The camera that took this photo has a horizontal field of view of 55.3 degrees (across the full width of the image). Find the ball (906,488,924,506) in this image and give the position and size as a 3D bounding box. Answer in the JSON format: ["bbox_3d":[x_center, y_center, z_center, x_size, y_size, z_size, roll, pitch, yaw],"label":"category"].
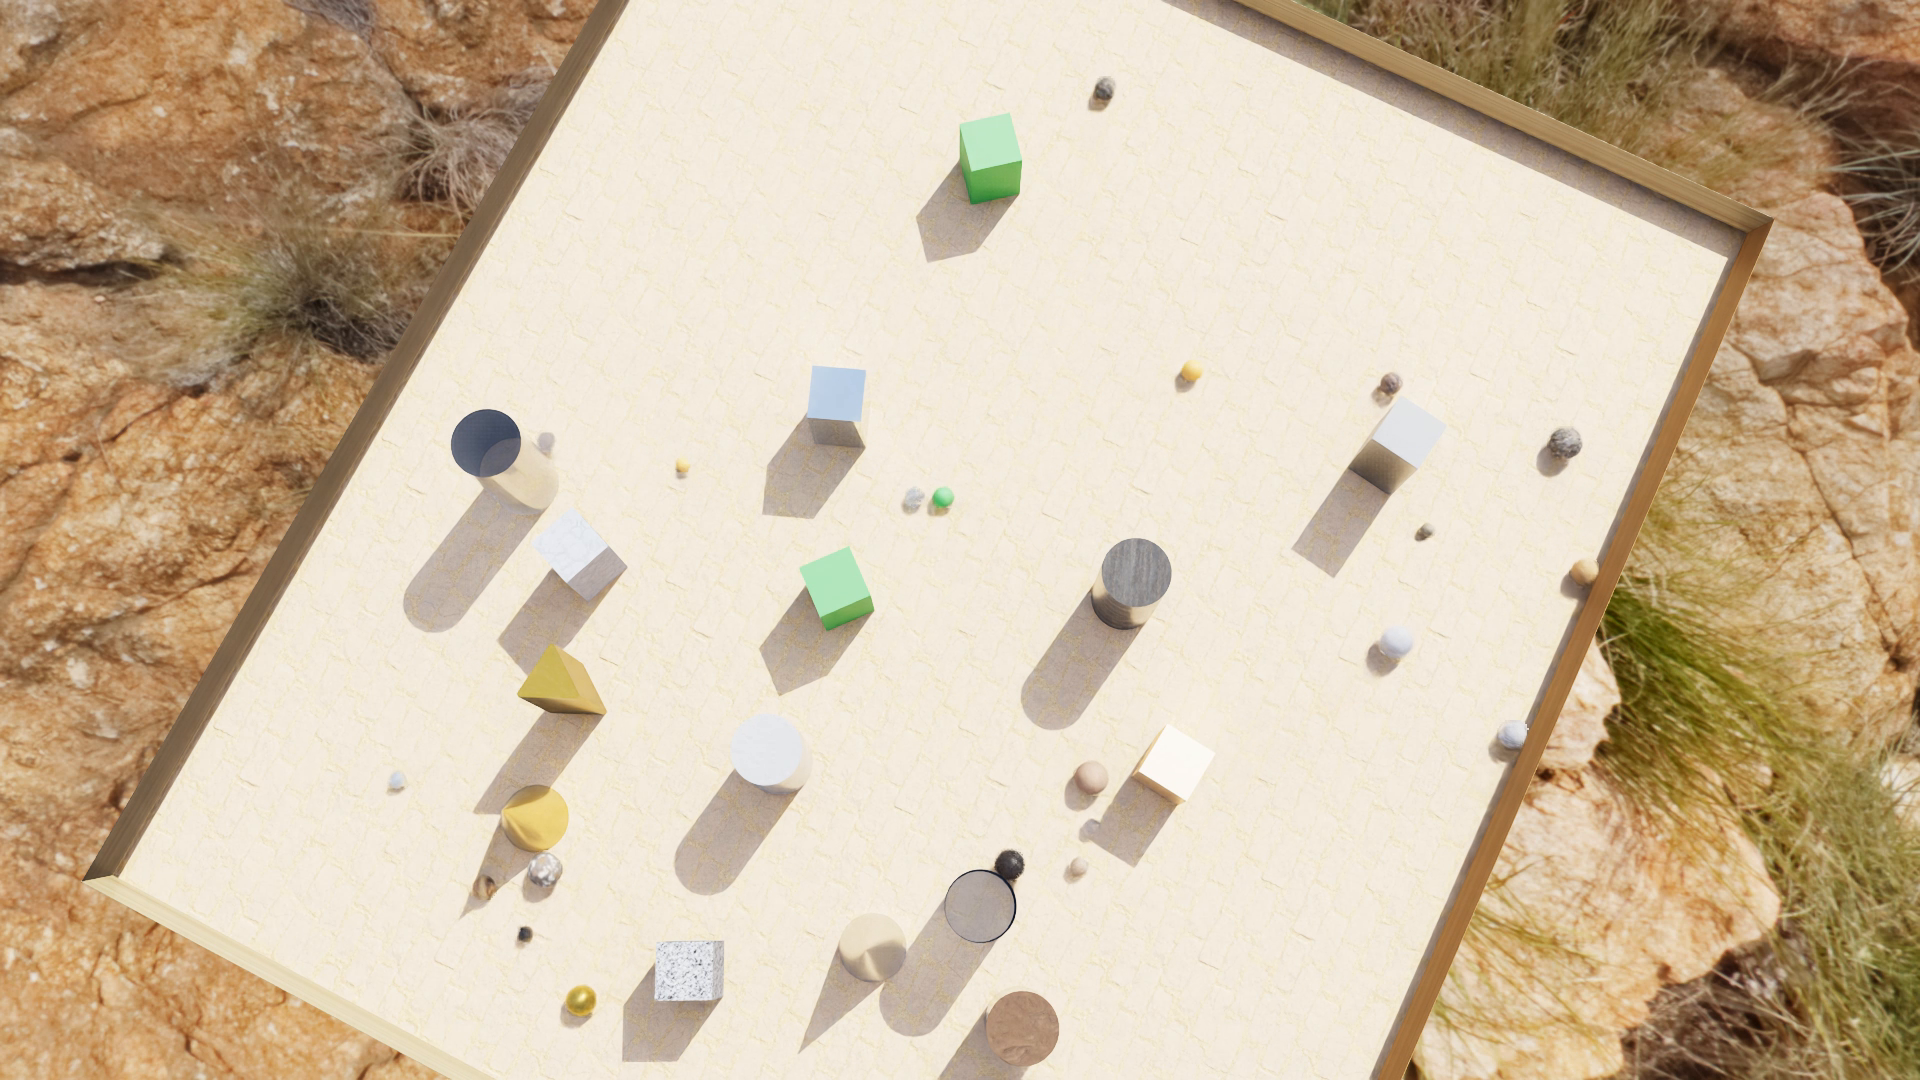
[{"bbox_3d":[-0.138,-0.133,5.615,0.058,0.058,0.058,0,78,0],"label":"ball"}]

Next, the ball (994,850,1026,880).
[{"bbox_3d":[0.147,0.953,5.373,0.090,0.090,0.090,0,78,0],"label":"ball"}]

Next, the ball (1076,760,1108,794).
[{"bbox_3d":[0.390,0.703,5.420,0.100,0.100,0.100,0,78,0],"label":"ball"}]

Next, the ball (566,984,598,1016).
[{"bbox_3d":[-1.093,1.329,5.296,0.089,0.089,0.089,0,78,0],"label":"ball"}]

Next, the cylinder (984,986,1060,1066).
[{"bbox_3d":[0.170,1.362,5.147,0.199,0.367,0.199,0,78,0],"label":"cylinder"}]

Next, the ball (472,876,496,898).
[{"bbox_3d":[-1.396,1.017,5.372,0.067,0.067,0.067,0,78,0],"label":"ball"}]

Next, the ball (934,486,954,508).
[{"bbox_3d":[-0.050,-0.132,5.611,0.064,0.064,0.064,0,78,0],"label":"ball"}]

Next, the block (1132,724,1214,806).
[{"bbox_3d":[0.620,0.659,5.353,0.160,0.249,0.160,32,80,6],"label":"block"}]

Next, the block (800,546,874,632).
[{"bbox_3d":[-0.364,0.147,5.448,0.160,0.270,0.160,-23,79,-5],"label":"block"}]

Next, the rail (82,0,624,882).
[{"bbox_3d":[-1.600,-0.777,5.710,0.045,0.130,4.077,26,80,5],"label":"rail"}]

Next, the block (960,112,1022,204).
[{"bbox_3d":[0.094,-1.189,5.726,0.160,0.268,0.160,-13,79,-3],"label":"block"}]

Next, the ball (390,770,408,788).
[{"bbox_3d":[-1.669,0.710,5.443,0.051,0.051,0.051,0,78,0],"label":"ball"}]

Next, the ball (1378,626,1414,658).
[{"bbox_3d":[1.309,0.307,5.502,0.100,0.100,0.100,0,78,0],"label":"ball"}]

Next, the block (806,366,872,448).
[{"bbox_3d":[-0.363,-0.400,5.543,0.160,0.307,0.160,5,78,1],"label":"block"}]

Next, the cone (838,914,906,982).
[{"bbox_3d":[-0.255,1.152,5.166,0.199,0.414,0.199,0,78,0],"label":"cone"}]

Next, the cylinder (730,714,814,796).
[{"bbox_3d":[-0.538,0.622,5.283,0.199,0.401,0.199,0,78,0],"label":"cylinder"}]

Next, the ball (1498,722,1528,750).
[{"bbox_3d":[1.646,0.582,5.455,0.081,0.081,0.081,0,78,0],"label":"ball"}]

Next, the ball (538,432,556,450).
[{"bbox_3d":[-1.275,-0.306,5.651,0.057,0.057,0.057,0,78,0],"label":"ball"}]

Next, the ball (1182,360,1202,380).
[{"bbox_3d":[0.721,-0.527,5.692,0.066,0.066,0.066,0,78,0],"label":"ball"}]

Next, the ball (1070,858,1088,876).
[{"bbox_3d":[0.350,0.961,5.390,0.055,0.055,0.055,0,78,0],"label":"ball"}]

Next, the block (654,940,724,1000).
[{"bbox_3d":[-0.770,1.228,5.235,0.160,0.251,0.160,-1,78,0],"label":"block"}]

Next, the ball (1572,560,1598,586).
[{"bbox_3d":[1.894,0.099,5.556,0.079,0.079,0.079,0,78,0],"label":"ball"}]

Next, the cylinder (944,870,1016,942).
[{"bbox_3d":[0.057,1.042,5.212,0.199,0.370,0.199,0,78,0],"label":"cylinder"}]

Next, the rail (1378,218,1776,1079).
[{"bbox_3d":[1.600,0.790,5.386,0.045,0.130,4.077,26,80,5],"label":"rail"}]

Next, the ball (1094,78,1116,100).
[{"bbox_3d":[0.465,-1.446,5.881,0.068,0.068,0.068,0,78,0],"label":"ball"}]

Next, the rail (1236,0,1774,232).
[{"bbox_3d":[0.901,-1.758,5.913,3.626,0.130,0.045,26,80,5],"label":"rail"}]

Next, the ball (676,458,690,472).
[{"bbox_3d":[-0.852,-0.230,5.643,0.041,0.041,0.041,0,78,0],"label":"ball"}]

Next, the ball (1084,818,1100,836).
[{"bbox_3d":[0.389,0.848,5.416,0.049,0.049,0.049,0,78,0],"label":"ball"}]

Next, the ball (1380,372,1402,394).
[{"bbox_3d":[1.337,-0.484,5.682,0.068,0.068,0.068,0,78,0],"label":"ball"}]

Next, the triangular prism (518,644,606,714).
[{"bbox_3d":[-1.146,0.404,5.324,0.173,0.410,0.150,2,78,0],"label":"triangular prism"}]

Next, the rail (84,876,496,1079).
[{"bbox_3d":[-0.901,1.772,5.183,3.626,0.130,0.045,26,80,5],"label":"rail"}]

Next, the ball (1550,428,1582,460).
[{"bbox_3d":[1.861,-0.297,5.628,0.098,0.098,0.098,0,78,0],"label":"ball"}]

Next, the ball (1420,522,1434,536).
[{"bbox_3d":[1.429,-0.033,5.602,0.041,0.041,0.041,0,78,0],"label":"ball"}]

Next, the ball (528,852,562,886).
[{"bbox_3d":[-1.215,0.965,5.367,0.098,0.098,0.098,0,78,0],"label":"ball"}]

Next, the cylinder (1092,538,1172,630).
[{"bbox_3d":[0.499,0.133,5.377,0.199,0.415,0.199,0,78,0],"label":"cylinder"}]

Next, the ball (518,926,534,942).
[{"bbox_3d":[-1.268,1.151,5.354,0.047,0.047,0.047,0,78,0],"label":"ball"}]

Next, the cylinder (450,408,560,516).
[{"bbox_3d":[-1.336,-0.223,5.409,0.199,0.498,0.199,0,78,0],"label":"cylinder"}]

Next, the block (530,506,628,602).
[{"bbox_3d":[-1.127,0.046,5.443,0.160,0.321,0.160,-42,81,-8],"label":"block"}]

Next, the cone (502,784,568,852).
[{"bbox_3d":[-1.262,0.786,5.245,0.199,0.409,0.199,0,78,0],"label":"cone"}]

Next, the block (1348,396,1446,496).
[{"bbox_3d":[1.307,-0.279,5.495,0.160,0.351,0.160,35,80,7],"label":"block"}]
